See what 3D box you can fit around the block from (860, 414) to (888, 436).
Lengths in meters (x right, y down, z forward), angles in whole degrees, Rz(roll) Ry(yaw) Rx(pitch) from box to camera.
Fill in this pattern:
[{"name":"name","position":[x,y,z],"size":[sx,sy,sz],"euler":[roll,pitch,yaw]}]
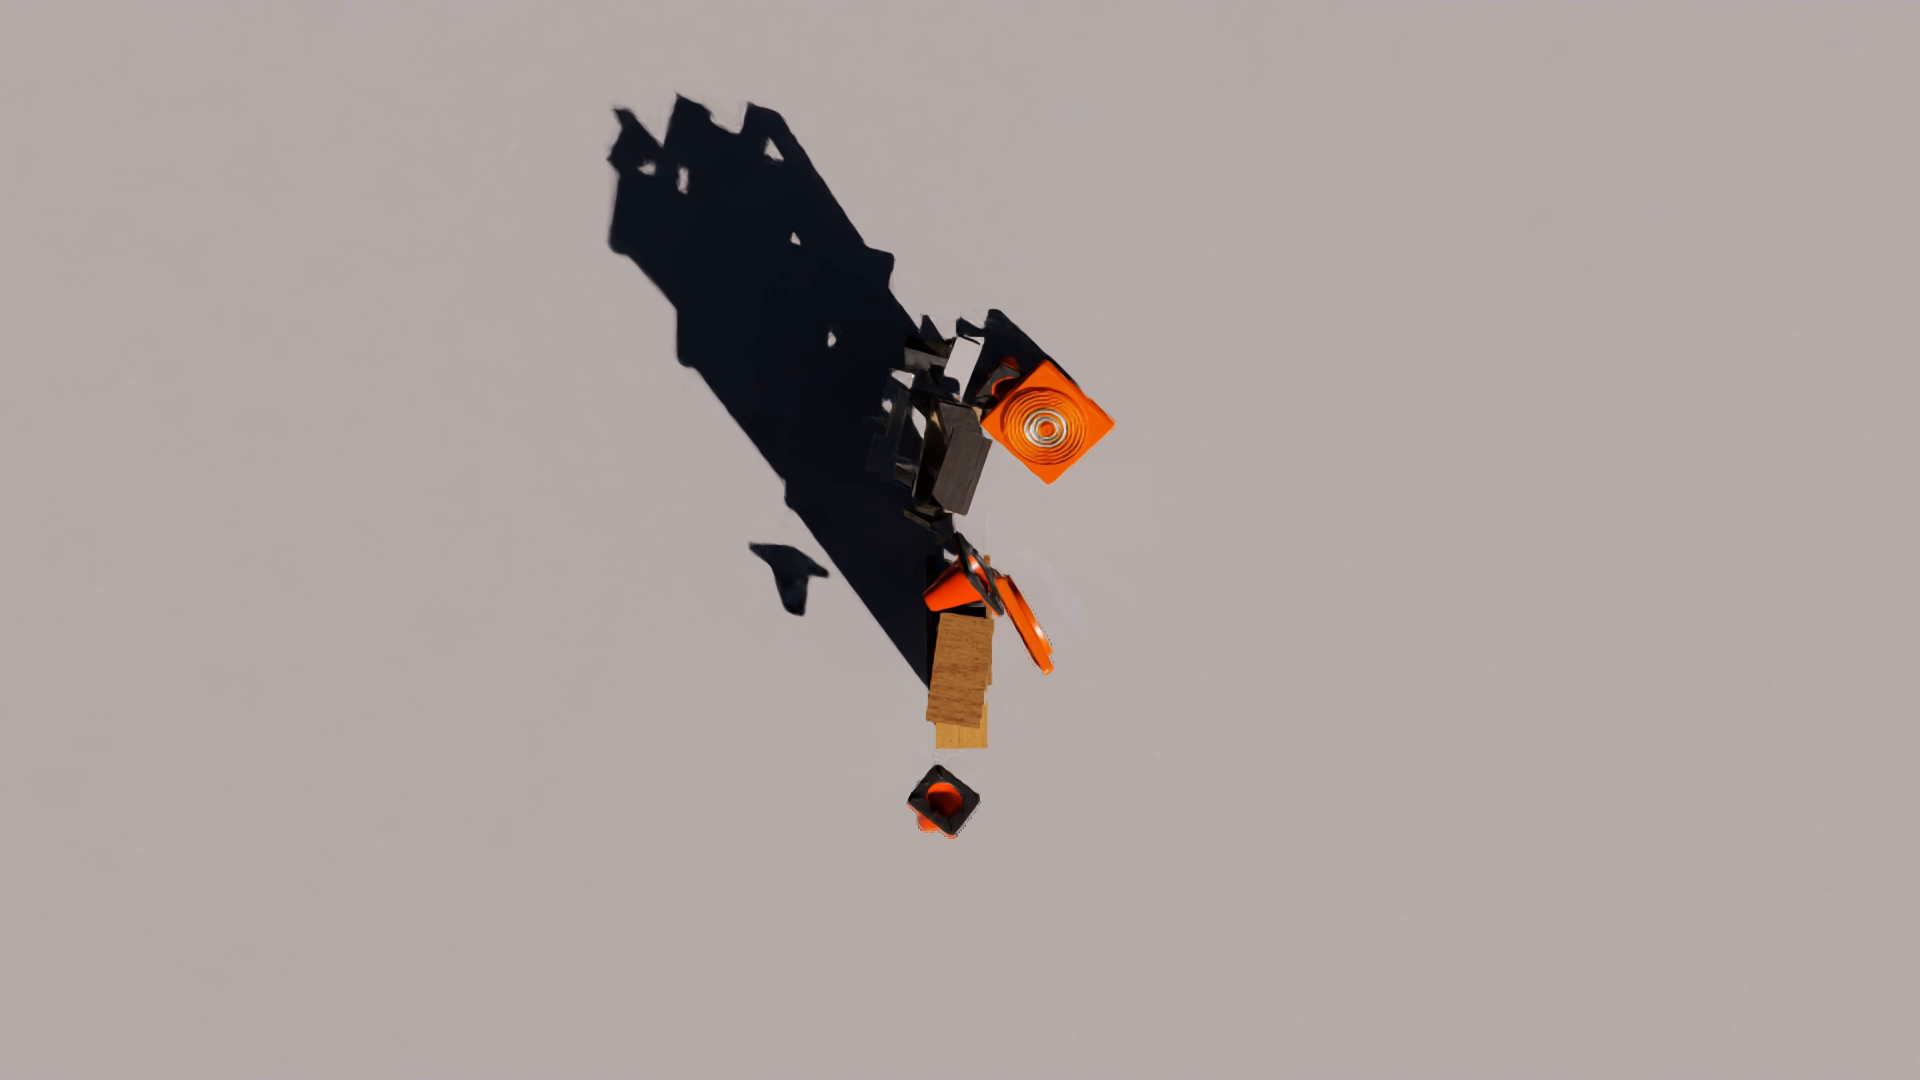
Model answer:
[{"name":"block","position":[-0.221,-0.333,4.895],"size":[0.094,0.187,0.027],"euler":[32,98,14]}]

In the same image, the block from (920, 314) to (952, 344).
[{"name":"block","position":[-0.085,-0.615,5.204],"size":[0.090,0.026,0.180],"euler":[9,82,-8]}]

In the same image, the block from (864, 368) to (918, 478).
[{"name":"block","position":[-0.171,-0.348,5.009],"size":[0.160,0.045,0.320],"euler":[16,100,9]}]

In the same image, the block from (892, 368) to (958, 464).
[{"name":"block","position":[-0.095,-0.346,4.718],"size":[0.130,0.037,0.261],"euler":[17,80,-16]}]

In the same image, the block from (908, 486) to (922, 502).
[{"name":"block","position":[-0.071,-0.162,5.185],"size":[0.160,0.320,0.045],"euler":[3,63,26]}]

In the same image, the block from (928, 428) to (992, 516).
[{"name":"block","position":[0.000,-0.174,4.196],"size":[0.102,0.029,0.204],"euler":[18,93,-10]}]

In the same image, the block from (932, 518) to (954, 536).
[{"name":"block","position":[-0.029,-0.008,4.740],"size":[0.061,0.017,0.122],"euler":[-18,55,-18]}]

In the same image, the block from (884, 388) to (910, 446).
[{"name":"block","position":[-0.143,-0.339,4.834],"size":[0.131,0.261,0.037],"euler":[30,121,-14]}]

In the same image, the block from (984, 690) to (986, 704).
[{"name":"block","position":[-0.002,0.366,4.106],"size":[0.131,0.263,0.037],"euler":[0,95,0]}]

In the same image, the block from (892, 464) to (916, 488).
[{"name":"block","position":[-0.095,-0.170,4.595],"size":[0.135,0.269,0.038],"euler":[9,97,-15]}]

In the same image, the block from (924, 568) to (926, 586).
[{"name":"block","position":[-0.012,0.103,4.831],"size":[0.180,0.475,0.051],"euler":[0,90,-1]}]

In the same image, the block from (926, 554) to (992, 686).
[{"name":"block","position":[-0.003,0.223,4.568],"size":[0.180,0.051,0.359],"euler":[-1,90,0]}]

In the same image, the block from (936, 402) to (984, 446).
[{"name":"block","position":[0.002,-0.291,4.304],"size":[0.102,0.204,0.029],"euler":[10,119,-15]}]

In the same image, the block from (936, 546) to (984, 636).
[{"name":"block","position":[0.000,0.141,4.275],"size":[0.125,0.035,0.249],"euler":[0,90,0]}]

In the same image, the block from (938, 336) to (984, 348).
[{"name":"block","position":[-0.019,-0.572,4.859],"size":[0.074,0.670,0.021],"euler":[1,94,-9]}]

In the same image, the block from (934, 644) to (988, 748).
[{"name":"block","position":[0.003,0.402,4.257],"size":[0.133,0.038,0.266],"euler":[0,90,0]}]

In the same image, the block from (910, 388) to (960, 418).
[{"name":"block","position":[-0.050,-0.364,4.574],"size":[0.135,0.269,0.038],"euler":[14,102,-15]}]

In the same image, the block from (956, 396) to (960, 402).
[{"name":"block","position":[-0.063,-0.497,5.316],"size":[0.090,0.180,0.025],"euler":[14,80,17]}]

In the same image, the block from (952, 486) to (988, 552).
[{"name":"block","position":[0.025,-0.055,4.238],"size":[0.085,0.024,0.170],"euler":[-1,80,-12]}]

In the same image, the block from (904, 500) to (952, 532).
[{"name":"block","position":[-0.087,-0.076,4.891],"size":[0.094,0.187,0.027],"euler":[-20,112,-21]}]

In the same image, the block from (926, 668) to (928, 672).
[{"name":"block","position":[-0.002,0.341,4.774],"size":[0.180,0.359,0.051],"euler":[0,90,0]}]

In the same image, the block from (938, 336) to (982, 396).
[{"name":"block","position":[-0.001,-0.477,4.525],"size":[0.074,0.021,0.149],"euler":[21,97,-11]}]

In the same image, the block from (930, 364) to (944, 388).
[{"name":"block","position":[-0.041,-0.452,4.617],"size":[0.074,0.149,0.021],"euler":[14,110,-14]}]

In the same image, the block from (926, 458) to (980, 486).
[{"name":"block","position":[-0.021,-0.179,4.321],"size":[0.102,0.204,0.029],"euler":[-2,105,-12]}]

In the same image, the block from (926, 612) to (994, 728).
[{"name":"block","position":[0.000,0.311,3.955],"size":[0.131,0.037,0.263],"euler":[8,90,0]}]

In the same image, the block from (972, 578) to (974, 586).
[{"name":"block","position":[-0.004,0.107,4.184],"size":[0.073,0.146,0.021],"euler":[0,89,0]}]

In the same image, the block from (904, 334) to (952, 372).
[{"name":"block","position":[-0.101,-0.508,5.053],"size":[0.131,0.690,0.037],"euler":[17,83,0]}]

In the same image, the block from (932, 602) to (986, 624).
[{"name":"block","position":[-0.002,0.181,4.116],"size":[0.131,0.282,0.037],"euler":[-1,90,0]}]

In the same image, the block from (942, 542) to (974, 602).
[{"name":"block","position":[-0.007,0.078,4.102],"size":[0.073,0.021,0.146],"euler":[3,86,0]}]

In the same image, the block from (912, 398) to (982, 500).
[{"name":"block","position":[-0.036,-0.236,4.436],"size":[0.135,0.038,0.269],"euler":[10,97,-14]}]

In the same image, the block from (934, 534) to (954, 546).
[{"name":"block","position":[-0.005,0.001,4.491],"size":[0.085,0.422,0.024],"euler":[0,89,-7]}]

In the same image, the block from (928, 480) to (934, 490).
[{"name":"block","position":[-0.016,-0.132,4.345],"size":[0.085,0.170,0.024],"euler":[-2,104,-18]}]

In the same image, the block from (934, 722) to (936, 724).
[{"name":"block","position":[0.002,0.464,4.503],"size":[0.133,0.453,0.038],"euler":[-10,90,0]}]

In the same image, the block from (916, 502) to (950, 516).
[{"name":"block","position":[-0.075,-0.093,4.842],"size":[0.061,0.122,0.017],"euler":[-14,106,-24]}]
